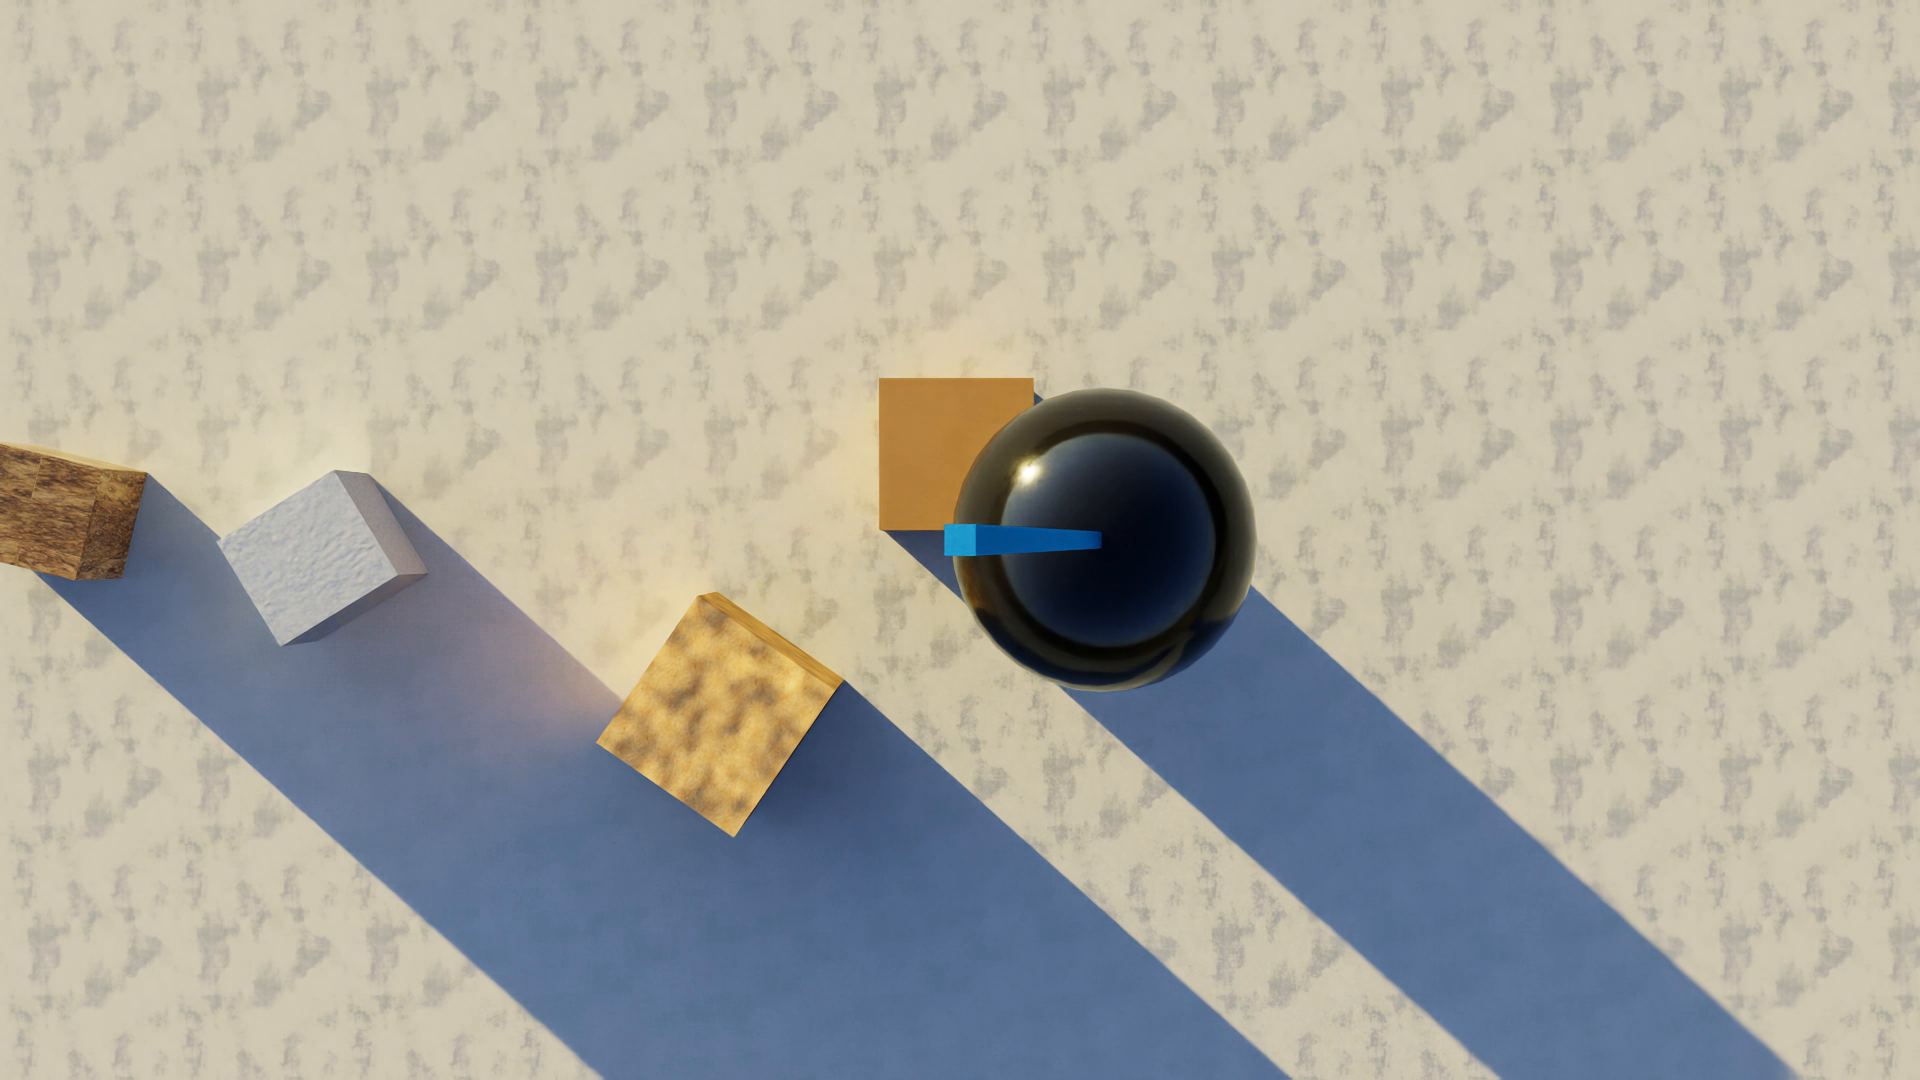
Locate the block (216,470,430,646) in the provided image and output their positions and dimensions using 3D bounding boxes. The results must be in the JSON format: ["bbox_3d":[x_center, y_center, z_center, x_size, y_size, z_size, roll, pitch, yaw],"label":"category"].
[{"bbox_3d":[-3.646,0.101,12.639,0.770,0.722,0.690,-32,90,0],"label":"block"}]

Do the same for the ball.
[{"bbox_3d":[0.753,0.000,11.525,1.600,1.600,1.600,0,90,0],"label":"ball"}]

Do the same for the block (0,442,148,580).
[{"bbox_3d":[-5.210,-0.167,12.657,0.681,0.686,0.645,14,90,0],"label":"block"}]

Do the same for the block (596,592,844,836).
[{"bbox_3d":[-1.337,0.966,12.514,0.915,0.972,0.976,35,90,0],"label":"block"}]

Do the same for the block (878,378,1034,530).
[{"bbox_3d":[-0.020,-0.479,12.623,0.862,0.753,0.848,0,90,0],"label":"block"}]

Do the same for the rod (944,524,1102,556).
[{"bbox_3d":[0.326,0.000,8.152,0.080,5.200,0.080,0,90,7],"label":"rod"}]
